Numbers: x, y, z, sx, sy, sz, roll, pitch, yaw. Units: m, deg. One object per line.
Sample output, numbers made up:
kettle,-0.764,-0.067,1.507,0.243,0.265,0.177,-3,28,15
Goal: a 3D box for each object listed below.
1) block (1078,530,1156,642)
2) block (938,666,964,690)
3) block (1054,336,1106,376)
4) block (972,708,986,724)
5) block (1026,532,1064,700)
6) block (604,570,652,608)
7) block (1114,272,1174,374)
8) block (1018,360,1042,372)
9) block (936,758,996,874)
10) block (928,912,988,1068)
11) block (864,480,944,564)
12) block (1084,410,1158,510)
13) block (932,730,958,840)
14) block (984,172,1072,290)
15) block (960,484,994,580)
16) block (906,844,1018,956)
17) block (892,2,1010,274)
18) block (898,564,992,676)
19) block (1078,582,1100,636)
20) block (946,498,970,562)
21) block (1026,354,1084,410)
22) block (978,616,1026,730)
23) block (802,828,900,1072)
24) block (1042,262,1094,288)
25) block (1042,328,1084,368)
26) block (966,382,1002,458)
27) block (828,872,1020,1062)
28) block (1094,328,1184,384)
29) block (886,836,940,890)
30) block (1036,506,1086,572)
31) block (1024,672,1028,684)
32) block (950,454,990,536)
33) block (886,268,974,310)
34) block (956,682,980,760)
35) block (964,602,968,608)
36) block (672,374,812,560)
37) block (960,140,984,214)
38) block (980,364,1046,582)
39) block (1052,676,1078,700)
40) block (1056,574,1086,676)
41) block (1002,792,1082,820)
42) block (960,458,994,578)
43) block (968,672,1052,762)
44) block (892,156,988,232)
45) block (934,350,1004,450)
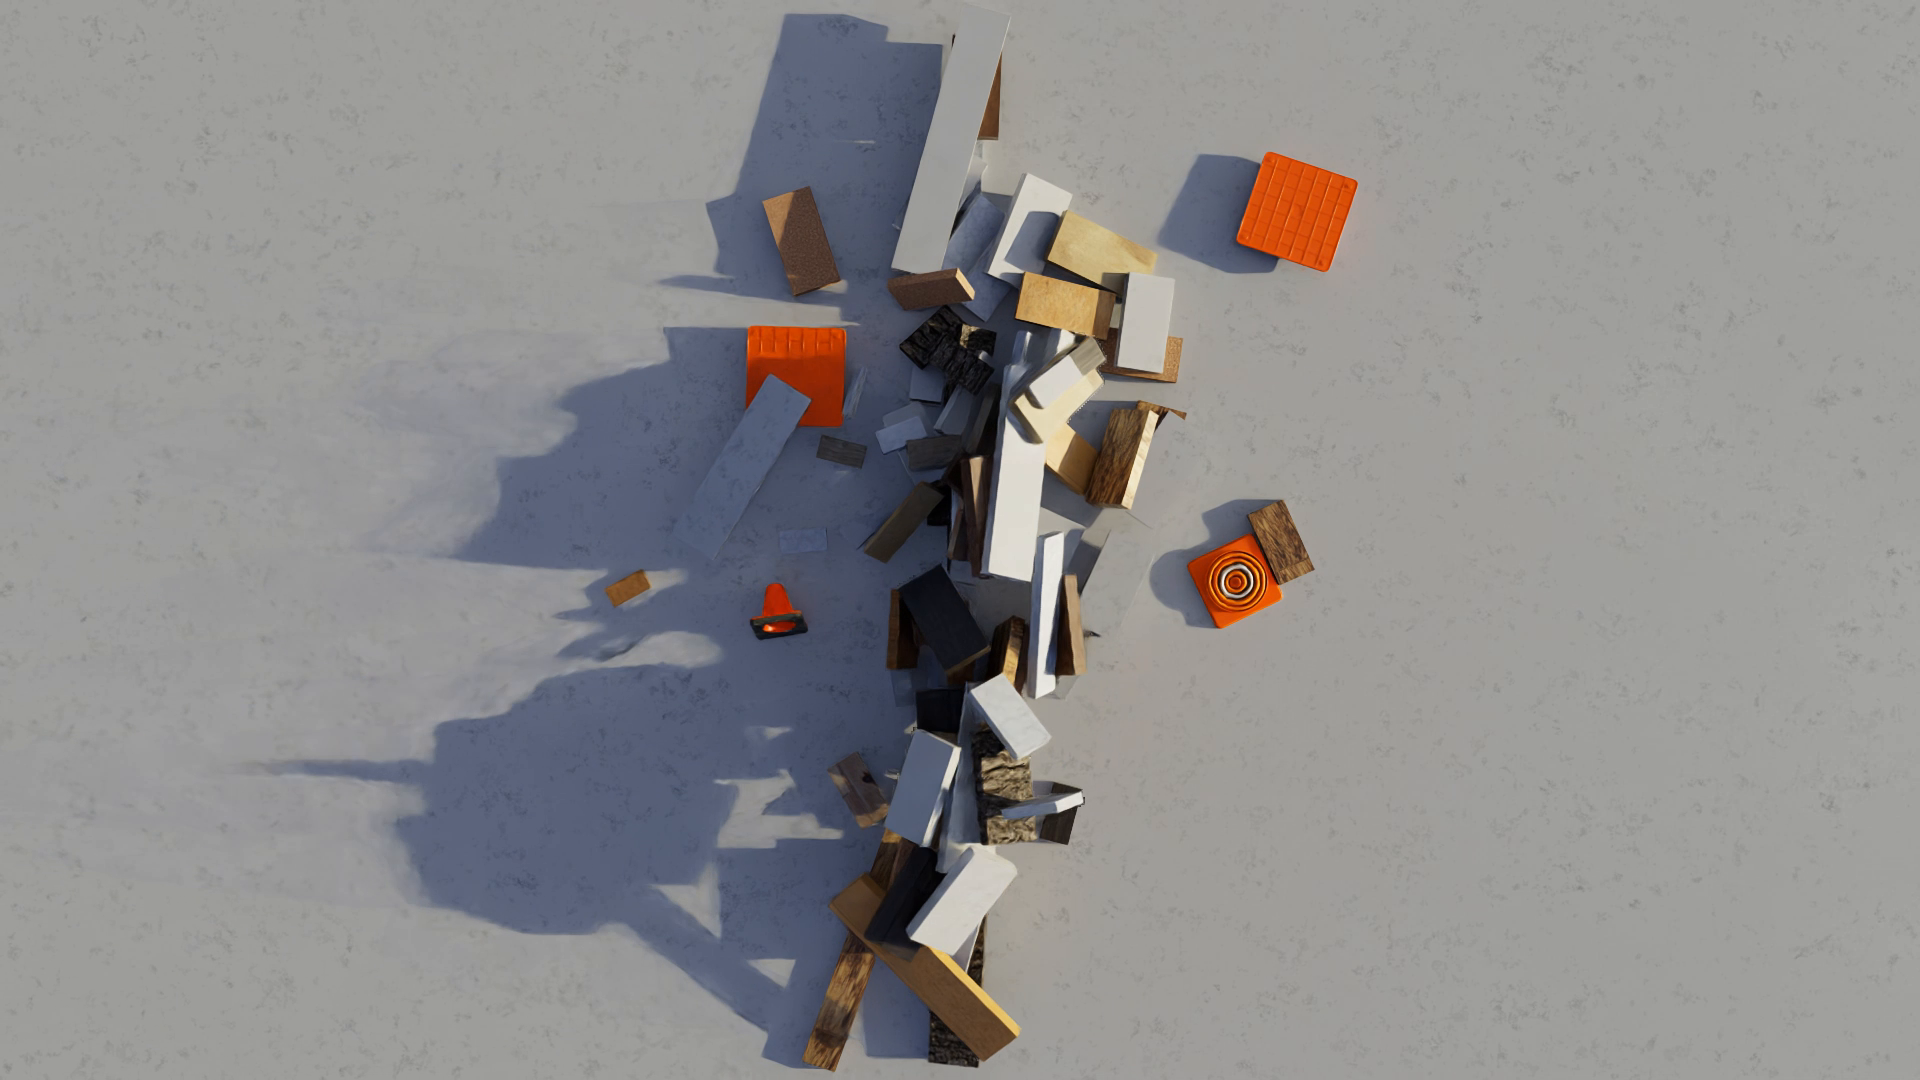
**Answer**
block,0.502,0.150,5.440,0.165,0.047,0.329,25,90,0
block,-0.023,0.404,5.382,0.081,0.023,0.163,6,92,0
block,0.384,-0.570,5.280,0.175,0.025,0.087,-39,105,-29
block,0.087,0.549,5.221,0.094,0.013,0.047,-16,70,-7
block,0.274,0.243,5.331,0.037,0.131,0.528,9,104,30
block,-1.105,0.160,5.490,0.139,0.020,0.069,-29,90,0
block,0.605,-0.712,5.421,0.156,0.044,0.311,8,90,-12
block,0.221,-0.393,5.413,0.050,0.177,0.354,13,90,35
block,0.036,0.874,5.196,0.177,0.050,0.354,10,84,-28
block,-0.003,1.370,5.445,0.168,0.048,0.721,3,92,11
block,-0.185,-0.058,5.403,0.089,0.025,0.326,28,117,-28
block,0.528,-0.266,5.394,0.046,0.163,0.327,26,77,-41
block,-0.020,0.789,5.253,0.169,0.048,0.338,10,84,-13
block,0.223,-1.006,5.417,0.174,0.049,0.348,21,93,-21
block,0.105,-0.044,5.274,0.155,0.044,0.311,-17,98,-37
block,0.004,1.128,5.158,0.177,0.050,0.354,29,104,-30
block,-0.030,-1.296,5.384,0.156,0.044,0.892,16,90,0
block,-0.051,0.254,5.284,0.163,0.046,0.327,-31,66,-1
block,0.468,0.180,5.482,0.128,0.036,0.256,31,90,0
block,0.037,-0.046,5.342,0.117,0.033,0.234,12,93,-36
block,0.298,-0.498,5.199,0.175,0.025,0.087,-39,105,-19
block,0.131,0.443,5.358,0.044,0.155,0.370,18,68,-16
block,-0.329,1.358,5.483,0.117,0.033,0.824,20,90,0
block,0.360,-0.874,5.475,0.174,0.049,0.348,18,90,0
block,0.309,-0.476,5.428,0.042,0.147,0.421,13,90,35
block,0.106,-0.367,5.432,0.040,0.140,0.280,19,90,36
block,-0.115,1.380,5.323,0.718,0.046,0.163,46,115,-2
block,0.583,-0.617,5.479,0.294,0.042,0.147,9,90,0
block,-0.106,0.979,5.282,0.169,0.048,0.338,16,87,-12
block,0.231,-0.036,5.463,0.329,0.047,0.165,24,91,-4
block,0.227,0.439,5.436,0.018,0.124,0.062,23,94,-1
block,0.031,-0.140,5.360,0.117,0.033,0.268,-4,102,-35
block,-0.096,-0.817,5.384,0.256,0.128,0.036,-4,59,27
block,0.014,0.693,5.226,0.062,0.018,0.480,12,84,-28
block,-0.020,0.278,5.353,0.081,0.023,0.163,6,92,-1
block,-0.720,-0.241,5.442,0.163,0.046,0.624,32,96,-2
block,-0.007,-1.256,5.477,0.165,0.047,0.329,3,90,0
block,0.182,-0.210,5.210,0.162,0.046,0.670,13,78,-31
block,0.350,0.481,5.493,0.047,0.013,0.094,32,90,0
block,0.335,0.282,5.411,0.046,0.162,0.325,-4,87,-30
block,0.250,0.814,5.043,0.233,0.117,0.033,-18,86,44
block,0.104,-0.076,5.216,0.177,0.050,0.369,-7,92,-37
block,0.155,0.555,5.183,0.131,0.037,0.262,-27,67,-26
block,-0.066,-1.135,5.430,0.165,0.047,0.329,32,90,0
block,0.042,-0.457,5.415,0.140,0.040,0.305,36,76,-32
